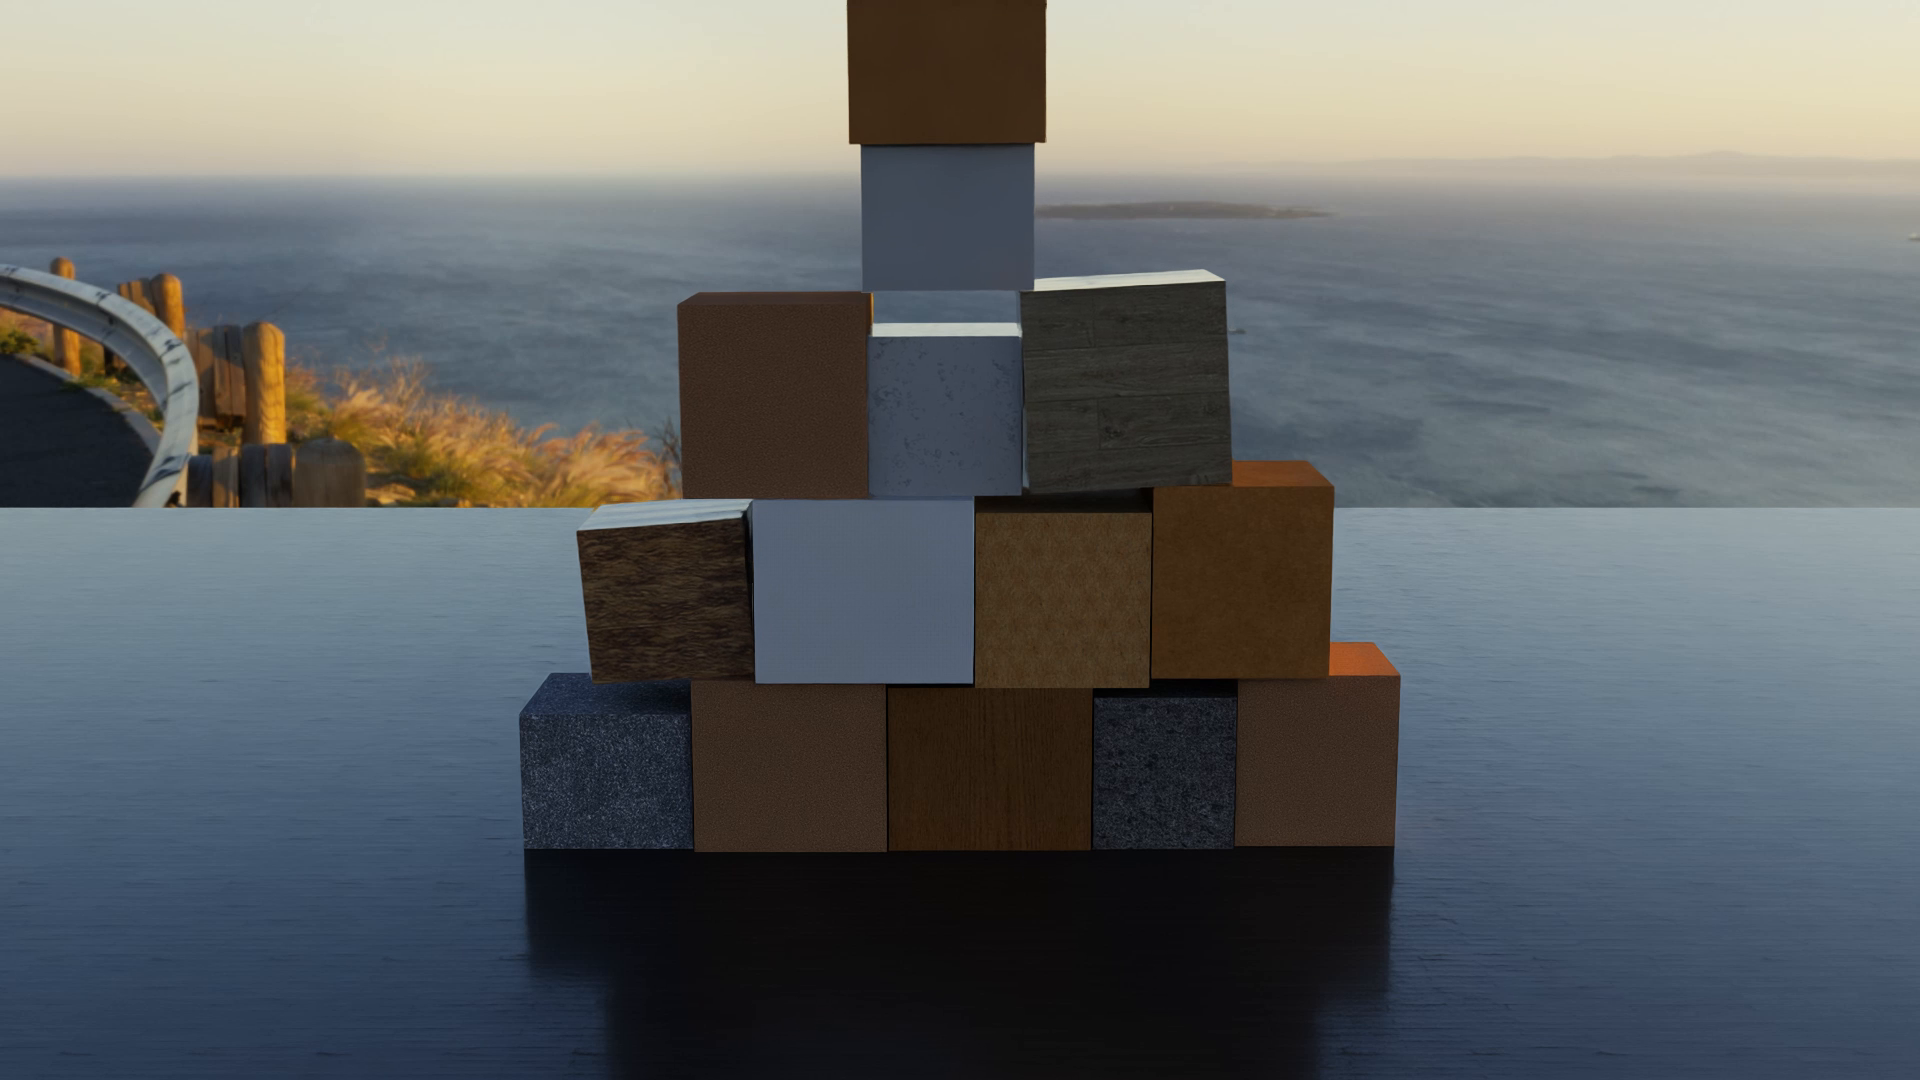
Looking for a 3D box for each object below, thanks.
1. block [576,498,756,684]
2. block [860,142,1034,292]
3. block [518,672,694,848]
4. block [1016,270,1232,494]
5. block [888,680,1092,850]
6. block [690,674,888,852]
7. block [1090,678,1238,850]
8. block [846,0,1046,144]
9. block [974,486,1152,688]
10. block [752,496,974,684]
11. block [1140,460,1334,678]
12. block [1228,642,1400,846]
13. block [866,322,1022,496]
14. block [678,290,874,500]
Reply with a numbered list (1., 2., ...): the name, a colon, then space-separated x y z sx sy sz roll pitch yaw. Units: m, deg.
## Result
1. block: -1.447 0.238 11.221 0.810 0.778 0.777 -4 10 1
2. block: -0.058 -1.611 10.895 0.825 0.698 0.787 0 10 0
3. block: -1.763 1.131 11.405 0.853 0.695 0.868 0 10 0
4. block: 0.805 -0.814 11.047 0.986 0.979 0.906 -3 10 1
5. block: 0.150 1.065 11.371 1.011 0.837 0.878 0 10 0
6. block: -0.846 1.047 11.355 0.961 0.877 0.902 0 10 0
7. block: 1.019 1.094 11.366 0.707 0.782 0.817 0 10 0
8. block: -0.063 -2.411 10.741 0.930 0.930 0.891 0 10 0
9. block: 0.505 0.224 11.206 0.860 0.877 0.856 0 10 0
10. block: -0.469 0.167 11.199 1.068 0.909 0.996 0 10 0
11. block: 1.383 0.133 11.209 0.878 0.958 0.879 0 10 0
12. block: 1.786 1.042 11.365 0.807 0.885 0.737 0 10 0
13. block: -0.074 -0.668 11.065 0.751 0.781 0.759 0 10 0
14. block: -0.899 -0.744 11.037 0.898 0.941 0.908 0 10 0
